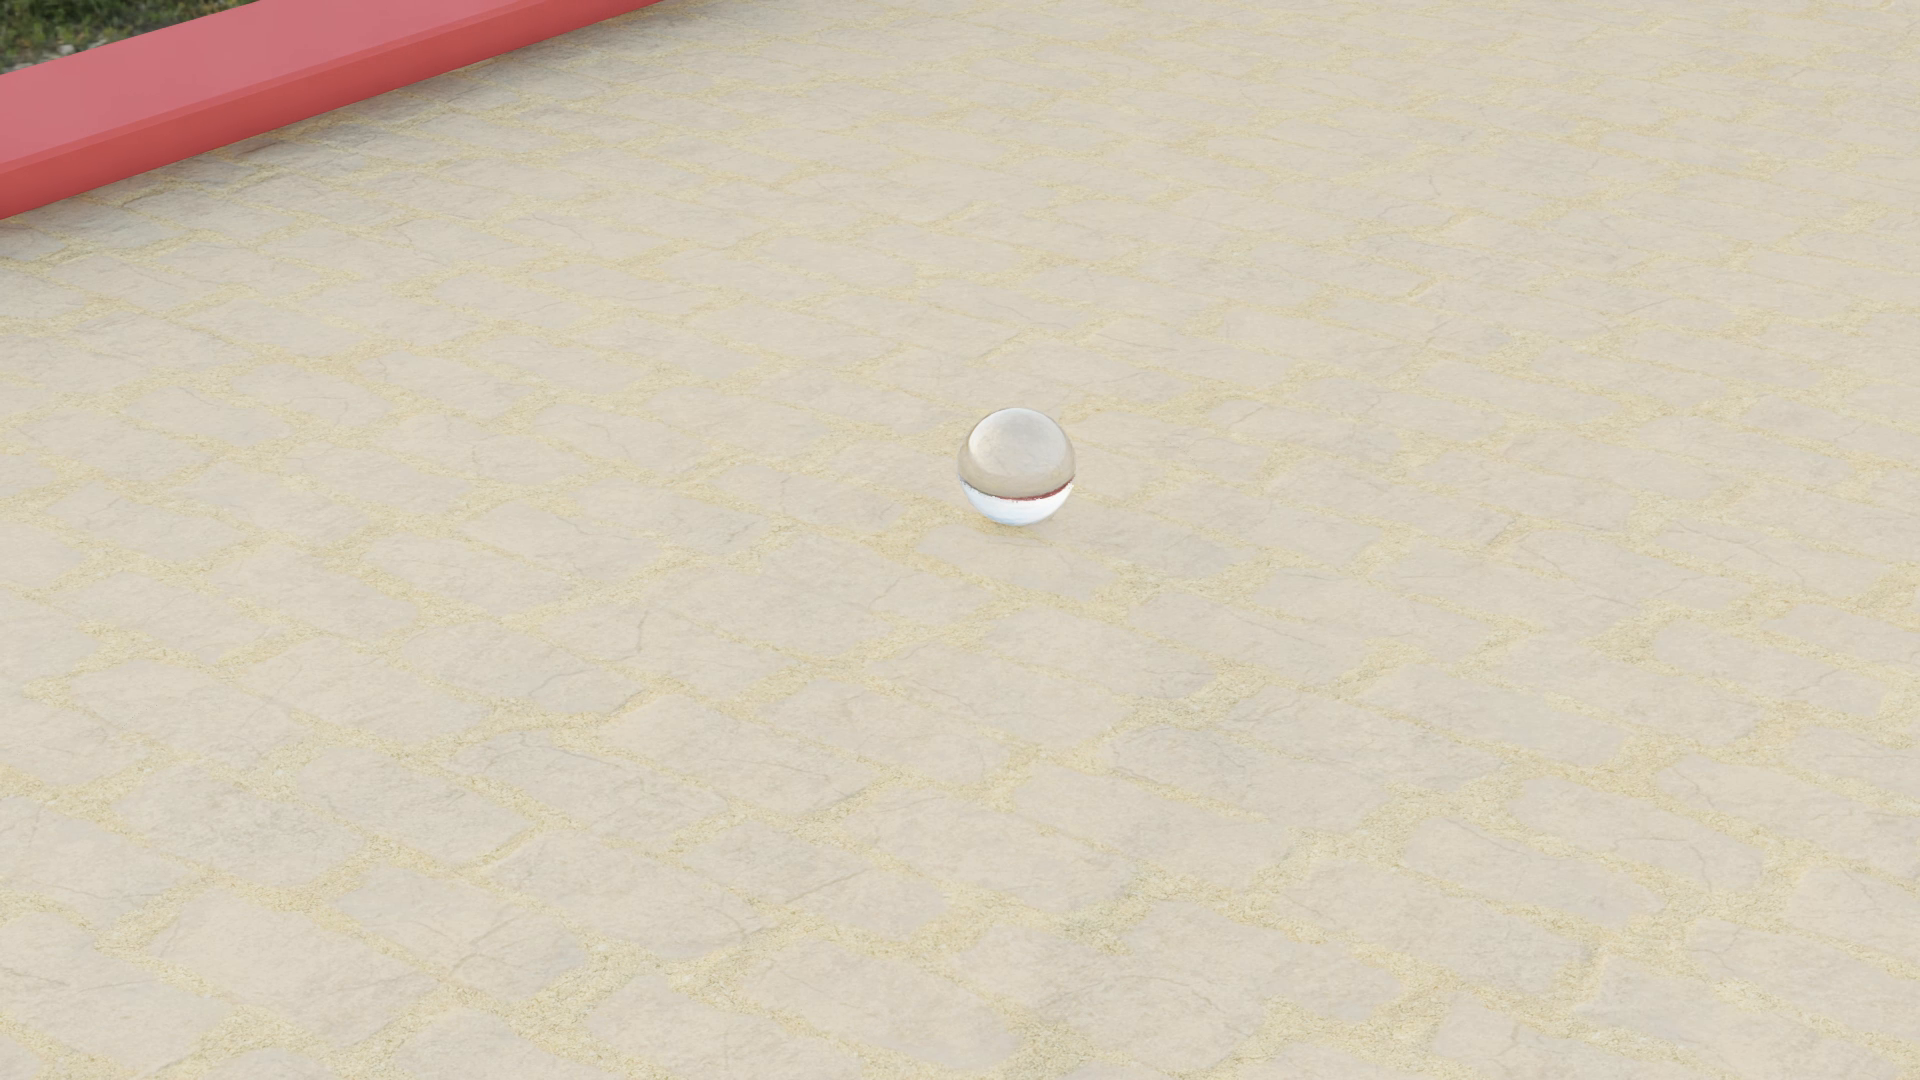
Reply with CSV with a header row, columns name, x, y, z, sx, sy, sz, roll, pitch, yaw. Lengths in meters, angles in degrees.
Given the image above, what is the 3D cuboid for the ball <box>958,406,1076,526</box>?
name,x,y,z,sx,sy,sz,roll,pitch,yaw
ball,0.036,-0.047,1.867,0.076,0.076,0.076,0,26,0

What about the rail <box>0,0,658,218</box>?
name,x,y,z,sx,sy,sz,roll,pitch,yaw
rail,-0.239,-0.623,3.012,0.045,0.115,3.933,18,31,32
